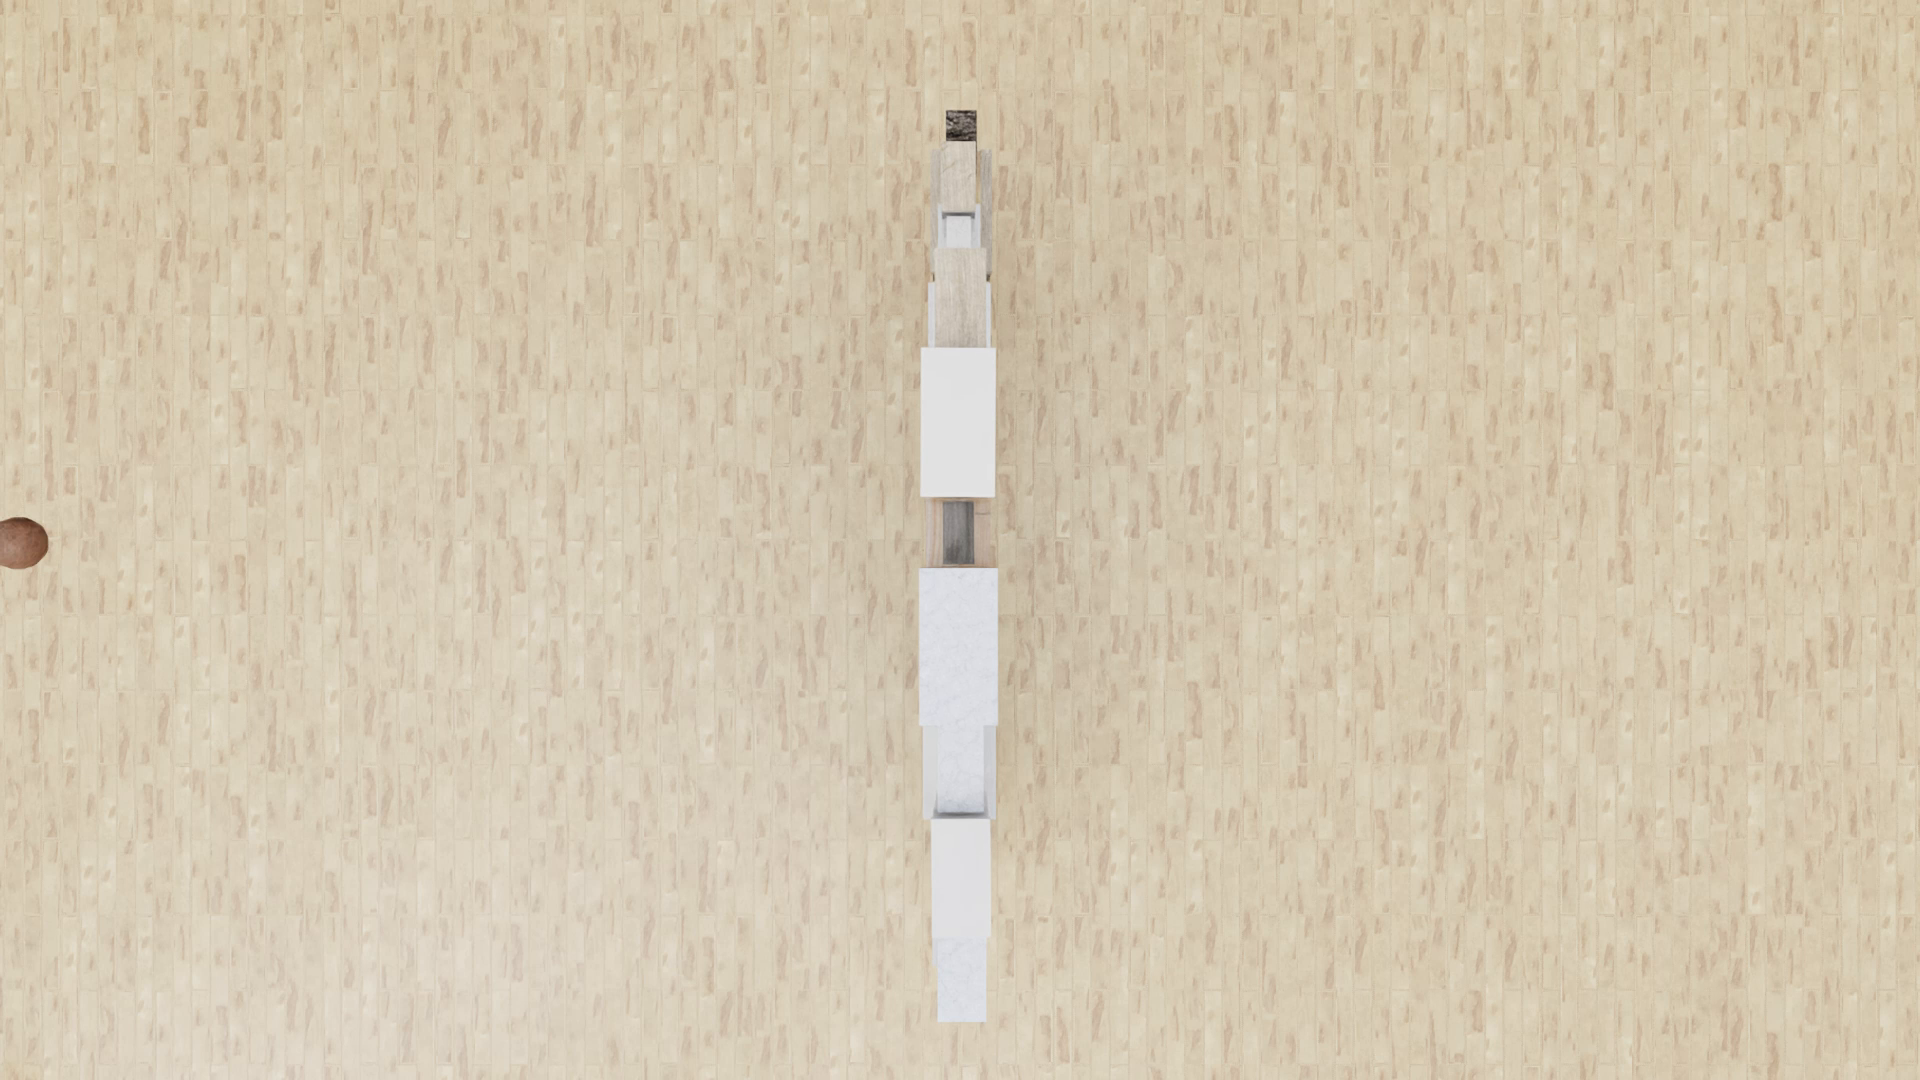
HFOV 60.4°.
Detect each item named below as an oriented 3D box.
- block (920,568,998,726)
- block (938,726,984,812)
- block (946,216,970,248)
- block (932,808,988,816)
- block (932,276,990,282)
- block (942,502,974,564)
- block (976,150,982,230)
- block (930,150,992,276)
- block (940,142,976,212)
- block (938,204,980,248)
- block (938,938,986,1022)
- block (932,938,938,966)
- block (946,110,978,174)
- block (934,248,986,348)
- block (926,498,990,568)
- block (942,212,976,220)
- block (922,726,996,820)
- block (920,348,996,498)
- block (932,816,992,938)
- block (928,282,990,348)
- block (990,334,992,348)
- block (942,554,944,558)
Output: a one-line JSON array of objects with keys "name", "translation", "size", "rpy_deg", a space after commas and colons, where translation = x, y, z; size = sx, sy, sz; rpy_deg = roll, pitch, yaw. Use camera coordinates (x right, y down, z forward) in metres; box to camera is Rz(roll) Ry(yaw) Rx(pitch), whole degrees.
[{"name": "block", "translation": [-0.003, 0.235, 3.649], "size": [0.173, 0.049, 0.346], "rpy_deg": [0, 90, 0]}, {"name": "block", "translation": [0.001, 0.519, 3.793], "size": [0.106, 0.030, 0.211], "rpy_deg": [0, 90, 0]}, {"name": "block", "translation": [-0.003, -0.732, 4.036], "size": [0.059, 0.017, 0.118], "rpy_deg": [0, 90, 0]}, {"name": "block", "translation": [0.002, 0.673, 3.886], "size": [0.133, 0.266, 0.038], "rpy_deg": [0, 90, 0]}, {"name": "block", "translation": [0.004, -0.832, 4.983], "size": [0.177, 0.355, 0.050], "rpy_deg": [0, 90, 0]}, {"name": "block", "translation": [-0.004, -0.016, 3.874], "size": [0.073, 0.021, 0.147], "rpy_deg": [-1, 90, 0]}, {"name": "block", "translation": [0.005, -0.959, 4.528], "size": [0.106, 0.030, 0.212], "rpy_deg": [0, 90, 0]}, {"name": "block", "translation": [0.004, -0.949, 4.780], "size": [0.177, 0.050, 0.355], "rpy_deg": [0, 90, 0]}, {"name": "block", "translation": [-0.004, -0.876, 3.984], "size": [0.083, 0.024, 0.167], "rpy_deg": [0, 90, 0]}, {"name": "block", "translation": [-0.002, -0.741, 4.178], "size": [0.107, 0.030, 0.214], "rpy_deg": [0, 90, 0]}, {"name": "block", "translation": [0.005, 1.015, 3.880], "size": [0.115, 0.033, 0.230], "rpy_deg": [0, 90, 0]}, {"name": "block", "translation": [-0.001, 0.931, 4.145], "size": [0.135, 0.038, 0.271], "rpy_deg": [0, 90, 0]}, {"name": "block", "translation": [0.004, -1.045, 4.337], "size": [0.082, 0.023, 0.164], "rpy_deg": [0, 90, 0]}, {"name": "block", "translation": [0.001, -0.550, 3.788], "size": [0.118, 0.033, 0.236], "rpy_deg": [0, 90, 0]}, {"name": "block", "translation": [-0.005, 0.007, 4.053], "size": [0.158, 0.045, 0.316], "rpy_deg": [0, 90, 0]}, {"name": "block", "translation": [-0.004, -0.821, 4.079], "size": [0.083, 0.167, 0.024], "rpy_deg": [0, 90, 0]}, {"name": "block", "translation": [-0.002, 0.504, 4.045], "size": [0.177, 0.050, 0.354], "rpy_deg": [0, 90, 0]}, {"name": "block", "translation": [-0.004, -0.261, 3.677], "size": [0.165, 0.047, 0.330], "rpy_deg": [0, 90, 0]}, {"name": "block", "translation": [0.002, 0.762, 3.734], "size": [0.133, 0.038, 0.266], "rpy_deg": [0, 90, 0]}, {"name": "block", "translation": [-0.001, -0.477, 4.063], "size": [0.153, 0.043, 0.307], "rpy_deg": [0, 90, 0]}, {"name": "block", "translation": [0.004, -0.415, 4.771], "size": [0.175, 0.050, 0.350], "rpy_deg": [0, 90, 0]}, {"name": "block", "translation": [-0.004, 0.032, 3.957], "size": [0.073, 0.147, 0.021], "rpy_deg": [0, 90, 0]}]
